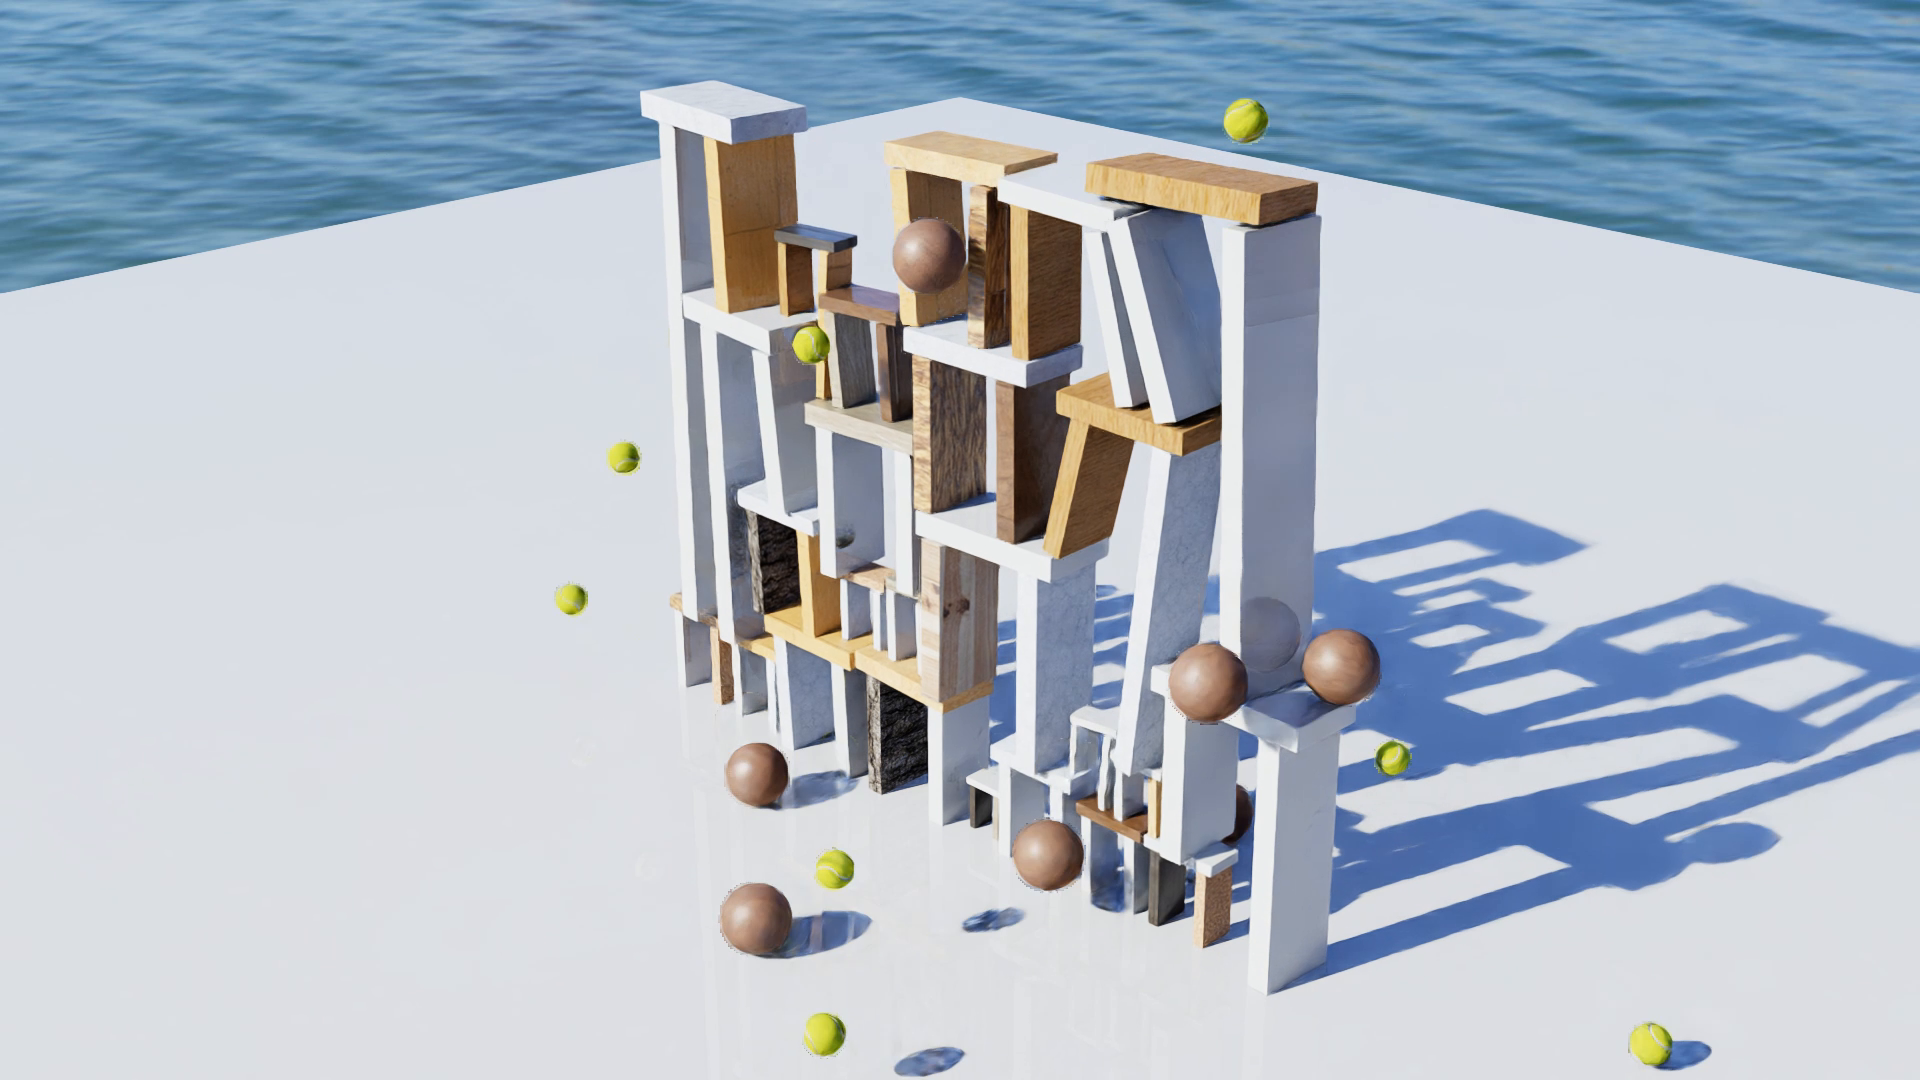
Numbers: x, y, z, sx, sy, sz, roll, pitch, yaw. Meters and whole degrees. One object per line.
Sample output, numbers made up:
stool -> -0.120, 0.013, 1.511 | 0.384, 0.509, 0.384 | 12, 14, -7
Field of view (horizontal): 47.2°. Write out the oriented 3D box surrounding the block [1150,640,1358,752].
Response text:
block -> 0.504, 0.265, 3.792 | 0.161, 0.046, 0.321 | -20, 30, -40

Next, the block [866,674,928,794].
block -> -0.128, 0.378, 4.527 | 0.134, 0.267, 0.038 | -21, 31, -41

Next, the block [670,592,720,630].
block -> -0.551, 0.150, 4.894 | 0.094, 0.027, 0.187 | -21, 31, -41

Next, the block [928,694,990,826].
block -> -0.002, 0.427, 4.411 | 0.038, 0.267, 0.134 | 21, 31, 41

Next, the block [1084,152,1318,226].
block -> 0.390, -0.573, 3.572 | 0.339, 0.048, 0.170 | 18, 25, 37

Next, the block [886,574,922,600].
block -> -0.065, 0.093, 4.335 | 0.152, 0.022, 0.076 | 19, 29, 36

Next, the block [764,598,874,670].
block -> -0.269, 0.190, 4.575 | 0.133, 0.038, 0.266 | -24, 33, -39

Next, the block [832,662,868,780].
block -> -0.199, 0.352, 4.582 | 0.133, 0.266, 0.038 | -24, 33, -39

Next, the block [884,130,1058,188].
block -> 0.018, -0.681, 3.927 | 0.287, 0.041, 0.144 | 19, 29, 38

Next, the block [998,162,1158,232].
block -> 0.209, -0.580, 3.717 | 0.139, 0.039, 0.277 | -21, 32, -37

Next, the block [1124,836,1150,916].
block -> 0.341, 0.613, 4.111 | 0.023, 0.159, 0.080 | 19, 30, 41

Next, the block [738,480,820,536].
block -> -0.334, -0.073, 4.500 | 0.118, 0.034, 0.237 | -24, 33, -39

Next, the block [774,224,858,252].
block -> -0.279, -0.585, 4.261 | 0.147, 0.021, 0.073 | 16, 26, 32

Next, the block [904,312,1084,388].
block -> 0.059, -0.348, 3.990 | 0.304, 0.043, 0.152 | 21, 31, 40

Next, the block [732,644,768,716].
block -> -0.458, 0.293, 4.848 | 0.086, 0.172, 0.024 | -22, 31, -40

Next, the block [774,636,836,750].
block -> -0.326, 0.303, 4.698 | 0.133, 0.266, 0.038 | -24, 33, -39

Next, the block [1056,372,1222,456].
block -> 0.316, -0.218, 3.732 | 0.144, 0.041, 0.287 | -23, 32, -38

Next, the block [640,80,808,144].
block -> -0.470, -0.849, 4.352 | 0.173, 0.049, 0.346 | -17, 28, -33

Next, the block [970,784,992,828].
block -> 0.042, 0.525, 4.400 | 0.014, 0.096, 0.048 | 21, 31, 41

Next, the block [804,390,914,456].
block -> -0.144, -0.234, 4.270 | 0.293, 0.042, 0.147 | 18, 29, 36

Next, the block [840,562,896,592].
block -> -0.181, 0.070, 4.436 | 0.134, 0.019, 0.067 | 18, 29, 37

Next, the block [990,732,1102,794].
block -> 0.168, 0.422, 4.209 | 0.203, 0.029, 0.102 | 20, 31, 40

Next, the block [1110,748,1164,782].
block -> 0.339, 0.402, 4.012 | 0.122, 0.017, 0.061 | 21, 33, 40

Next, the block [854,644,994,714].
block -> -0.073, 0.263, 4.403 | 0.134, 0.038, 0.267 | -20, 31, -38

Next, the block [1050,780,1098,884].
block -> 0.217, 0.547, 4.212 | 0.029, 0.203, 0.102 | 20, 30, 39

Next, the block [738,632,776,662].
block -> -0.418, 0.218, 4.773 | 0.172, 0.024, 0.086 | 20, 31, 41

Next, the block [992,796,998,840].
block -> 0.087, 0.543, 4.358 | 0.014, 0.096, 0.048 | 21, 31, 41

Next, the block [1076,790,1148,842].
block -> 0.302, 0.514, 4.111 | 0.159, 0.023, 0.080 | 21, 31, 40

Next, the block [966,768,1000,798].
block -> 0.065, 0.483, 4.357 | 0.096, 0.014, 0.048 | 21, 31, 41

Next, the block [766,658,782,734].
block -> -0.376, 0.325, 4.773 | 0.086, 0.172, 0.024 | -21, 31, -40

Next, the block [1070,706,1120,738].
block -> 0.262, 0.337, 4.079 | 0.105, 0.015, 0.053 | 17, 27, 36

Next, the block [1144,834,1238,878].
block -> 0.421, 0.561, 4.006 | 0.079, 0.022, 0.157 | -21, 31, -41

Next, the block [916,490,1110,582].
block -> 0.096, -0.013, 4.096 | 0.333, 0.047, 0.166 | 20, 30, 39

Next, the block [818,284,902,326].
block -> -0.167, -0.450, 4.200 | 0.191, 0.027, 0.095 | 17, 29, 34

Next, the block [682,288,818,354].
block -> -0.400, -0.452, 4.423 | 0.168, 0.048, 0.337 | -17, 27, -32

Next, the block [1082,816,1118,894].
block -> 0.266, 0.584, 4.180 | 0.023, 0.159, 0.080 | 19, 30, 41

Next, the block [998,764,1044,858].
block -> 0.121, 0.510, 4.299 | 0.029, 0.203, 0.102 | 20, 30, 39
